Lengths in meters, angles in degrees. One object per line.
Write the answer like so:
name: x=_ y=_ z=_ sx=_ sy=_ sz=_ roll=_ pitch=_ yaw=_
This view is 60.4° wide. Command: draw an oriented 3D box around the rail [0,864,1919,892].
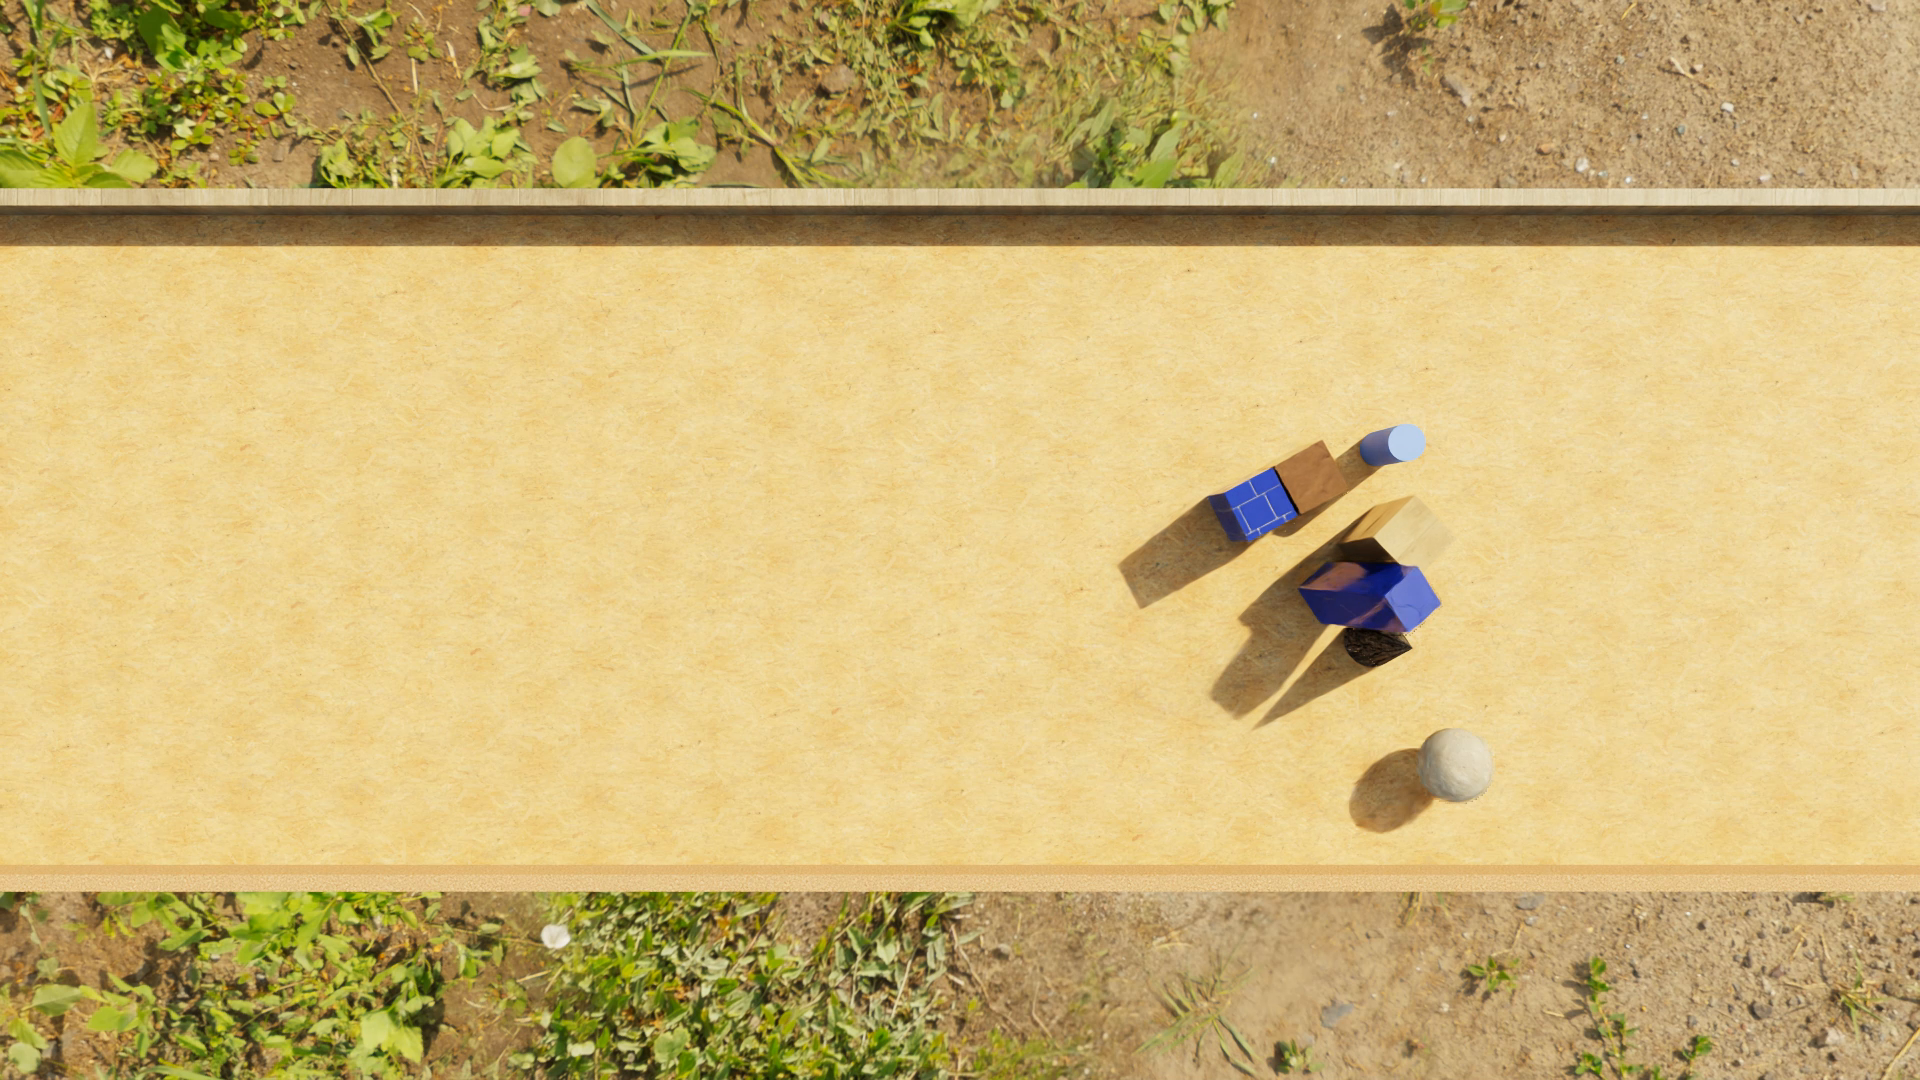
rail: x=-2.247 y=1.025 z=5.001 sx=12.000 sy=0.150 sz=0.050 roll=0 pitch=90 yaw=0

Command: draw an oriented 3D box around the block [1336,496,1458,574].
block: x=1.287 y=0.005 z=4.885 sx=0.173 sy=0.368 sz=0.173 roll=-44 pitch=90 yaw=-5

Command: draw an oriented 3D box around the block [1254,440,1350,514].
block: x=1.013 y=-0.181 z=4.916 sx=0.159 sy=0.318 sz=0.159 roll=-29 pitch=90 yaw=-1

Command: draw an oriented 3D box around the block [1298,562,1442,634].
block: x=1.191 y=0.163 z=4.829 sx=0.135 sy=0.459 sz=0.135 roll=-39 pitch=103 yaw=-15

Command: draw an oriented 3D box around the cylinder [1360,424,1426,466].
cylinder: x=1.284 y=-0.280 z=4.907 sx=0.108 sy=0.338 sz=0.108 roll=0 pitch=90 yaw=0

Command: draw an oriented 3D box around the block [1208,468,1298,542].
block: x=0.866 y=-0.102 z=4.913 sx=0.158 sy=0.328 sz=0.158 roll=-28 pitch=90 yaw=0

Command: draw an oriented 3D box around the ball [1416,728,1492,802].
ball: x=1.474 y=0.671 z=4.919 sx=0.219 sy=0.219 sz=0.219 roll=0 pitch=90 yaw=0

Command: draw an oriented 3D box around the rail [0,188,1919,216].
rail: x=-2.247 y=-1.025 z=5.002 sx=12.000 sy=0.150 sz=0.050 roll=0 pitch=90 yaw=0

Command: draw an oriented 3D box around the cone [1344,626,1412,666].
cone: x=1.269 y=0.303 z=4.848 sx=0.174 sy=0.457 sz=0.174 roll=0 pitch=90 yaw=0
